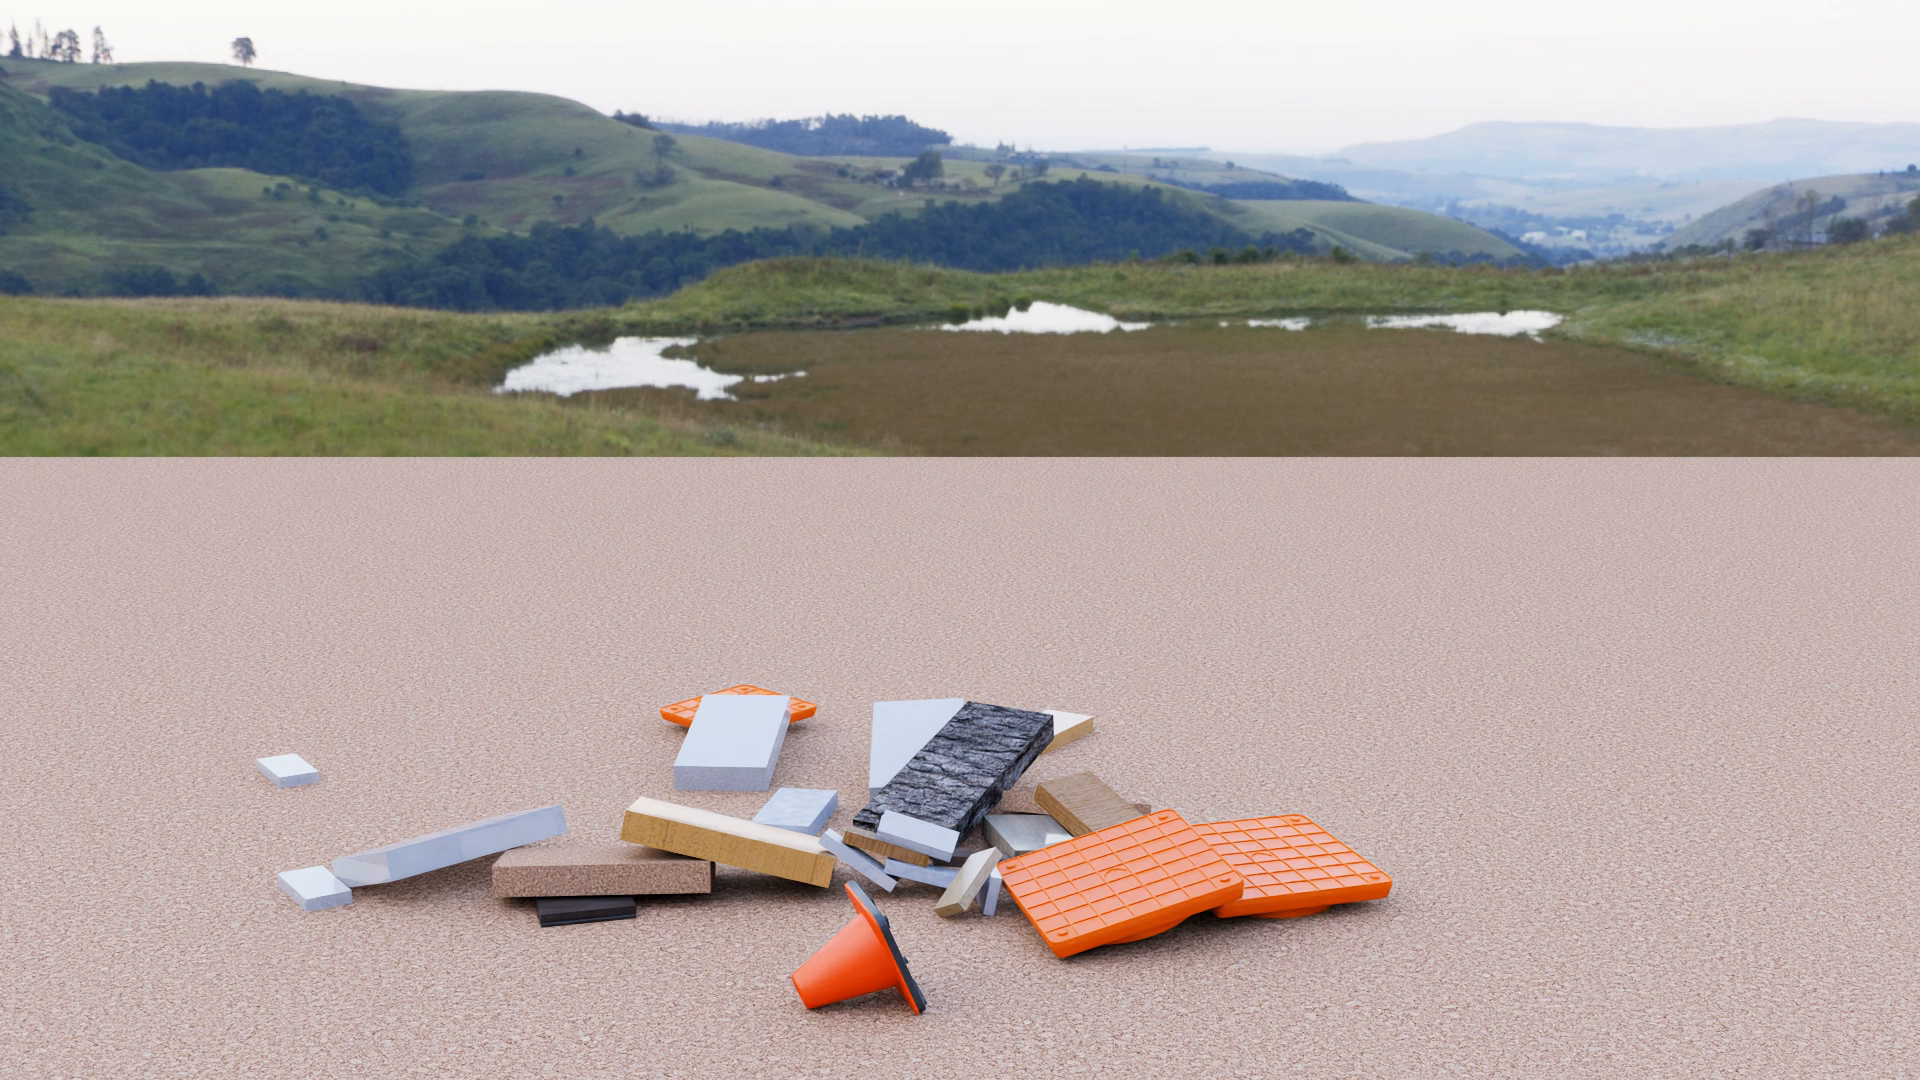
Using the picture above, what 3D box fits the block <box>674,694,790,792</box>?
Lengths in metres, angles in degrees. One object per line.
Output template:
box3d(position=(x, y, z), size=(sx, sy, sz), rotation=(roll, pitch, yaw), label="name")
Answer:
box3d(position=(-0.452, 0.403, 4.404), size=(0.180, 0.051, 0.359), rotation=(1, 18, 3), label="block")

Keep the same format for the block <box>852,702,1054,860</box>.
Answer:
box3d(position=(-0.004, 0.438, 4.061), size=(0.180, 0.051, 0.497), rotation=(7, 24, 24), label="block")

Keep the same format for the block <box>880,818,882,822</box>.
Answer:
box3d(position=(-0.077, 0.502, 3.767), size=(0.065, 0.018, 0.131), rotation=(11, 5, -34), label="block")

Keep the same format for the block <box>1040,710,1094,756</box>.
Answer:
box3d(position=(0.178, 0.401, 4.599), size=(0.110, 0.031, 0.221), rotation=(6, 12, 31), label="block")

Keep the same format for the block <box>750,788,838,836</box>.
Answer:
box3d(position=(-0.304, 0.505, 4.042), size=(0.110, 0.031, 0.220), rotation=(2, 11, 10), label="block")

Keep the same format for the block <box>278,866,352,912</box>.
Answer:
box3d(position=(-1.076, 0.580, 3.664), size=(0.076, 0.022, 0.152), rotation=(-7, 13, -33), label="block")

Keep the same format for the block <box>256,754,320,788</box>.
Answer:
box3d(position=(-1.327, 0.455, 4.338), size=(0.076, 0.022, 0.152), rotation=(-7, 13, -33), label="block")

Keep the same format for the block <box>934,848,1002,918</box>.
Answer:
box3d(position=(0.013, 0.556, 3.573), size=(0.065, 0.018, 0.130), rotation=(-25, 19, 46), label="block")

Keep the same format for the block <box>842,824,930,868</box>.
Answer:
box3d(position=(-0.123, 0.514, 3.691), size=(0.146, 0.021, 0.073), rotation=(17, 0, 1), label="block")

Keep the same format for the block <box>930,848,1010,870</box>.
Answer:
box3d(position=(0.017, 0.541, 3.732), size=(0.129, 0.018, 0.064), rotation=(4, 4, -5), label="block")

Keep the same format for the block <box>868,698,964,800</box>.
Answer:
box3d(position=(-0.080, 0.413, 4.267), size=(0.180, 0.051, 0.359), rotation=(-3, 22, 0), label="block")

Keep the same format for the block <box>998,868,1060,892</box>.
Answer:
box3d(position=(0.100, 0.568, 3.736), size=(0.129, 0.018, 0.064), rotation=(8, 13, 35), label="block")

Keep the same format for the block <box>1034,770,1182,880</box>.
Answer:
box3d(position=(0.256, 0.496, 3.845), size=(0.125, 0.035, 0.249), rotation=(-9, 34, -39), label="block")

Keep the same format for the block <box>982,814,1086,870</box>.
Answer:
box3d(position=(0.126, 0.528, 3.845), size=(0.125, 0.035, 0.249), rotation=(2, 7, -12), label="block")

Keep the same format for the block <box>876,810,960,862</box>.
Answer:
box3d(position=(-0.071, 0.495, 3.683), size=(0.131, 0.018, 0.065), rotation=(17, 27, 4), label="block")

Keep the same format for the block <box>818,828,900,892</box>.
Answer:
box3d(position=(-0.167, 0.534, 3.669), size=(0.146, 0.021, 0.073), rotation=(34, 1, 4), label="block")

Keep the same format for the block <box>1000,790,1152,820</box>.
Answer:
box3d(position=(0.213, 0.489, 4.020), size=(0.249, 0.035, 0.125), rotation=(4, -6, 19), label="block")

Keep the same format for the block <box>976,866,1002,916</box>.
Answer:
box3d(position=(0.044, 0.565, 3.620), size=(0.018, 0.064, 0.129), rotation=(11, 9, -10), label="block")

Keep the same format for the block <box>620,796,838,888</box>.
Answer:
box3d(position=(-0.382, 0.506, 3.695), size=(0.352, 0.050, 0.176), rotation=(13, 1, 0), label="block")

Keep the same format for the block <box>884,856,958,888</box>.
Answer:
box3d(position=(-0.052, 0.557, 3.667), size=(0.146, 0.021, 0.073), rotation=(14, 0, 0), label="block")

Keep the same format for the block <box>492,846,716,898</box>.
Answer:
box3d(position=(-0.589, 0.551, 3.669), size=(0.352, 0.050, 0.176), rotation=(-1, 2, -3), label="block")

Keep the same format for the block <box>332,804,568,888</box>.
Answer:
box3d(position=(-0.869, 0.523, 3.757), size=(0.176, 0.050, 0.352), rotation=(-14, -2, 44), label="block")

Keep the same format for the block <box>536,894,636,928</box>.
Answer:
box3d(position=(-0.607, 0.598, 3.566), size=(0.152, 0.022, 0.076), rotation=(-3, 11, -16), label="block")
